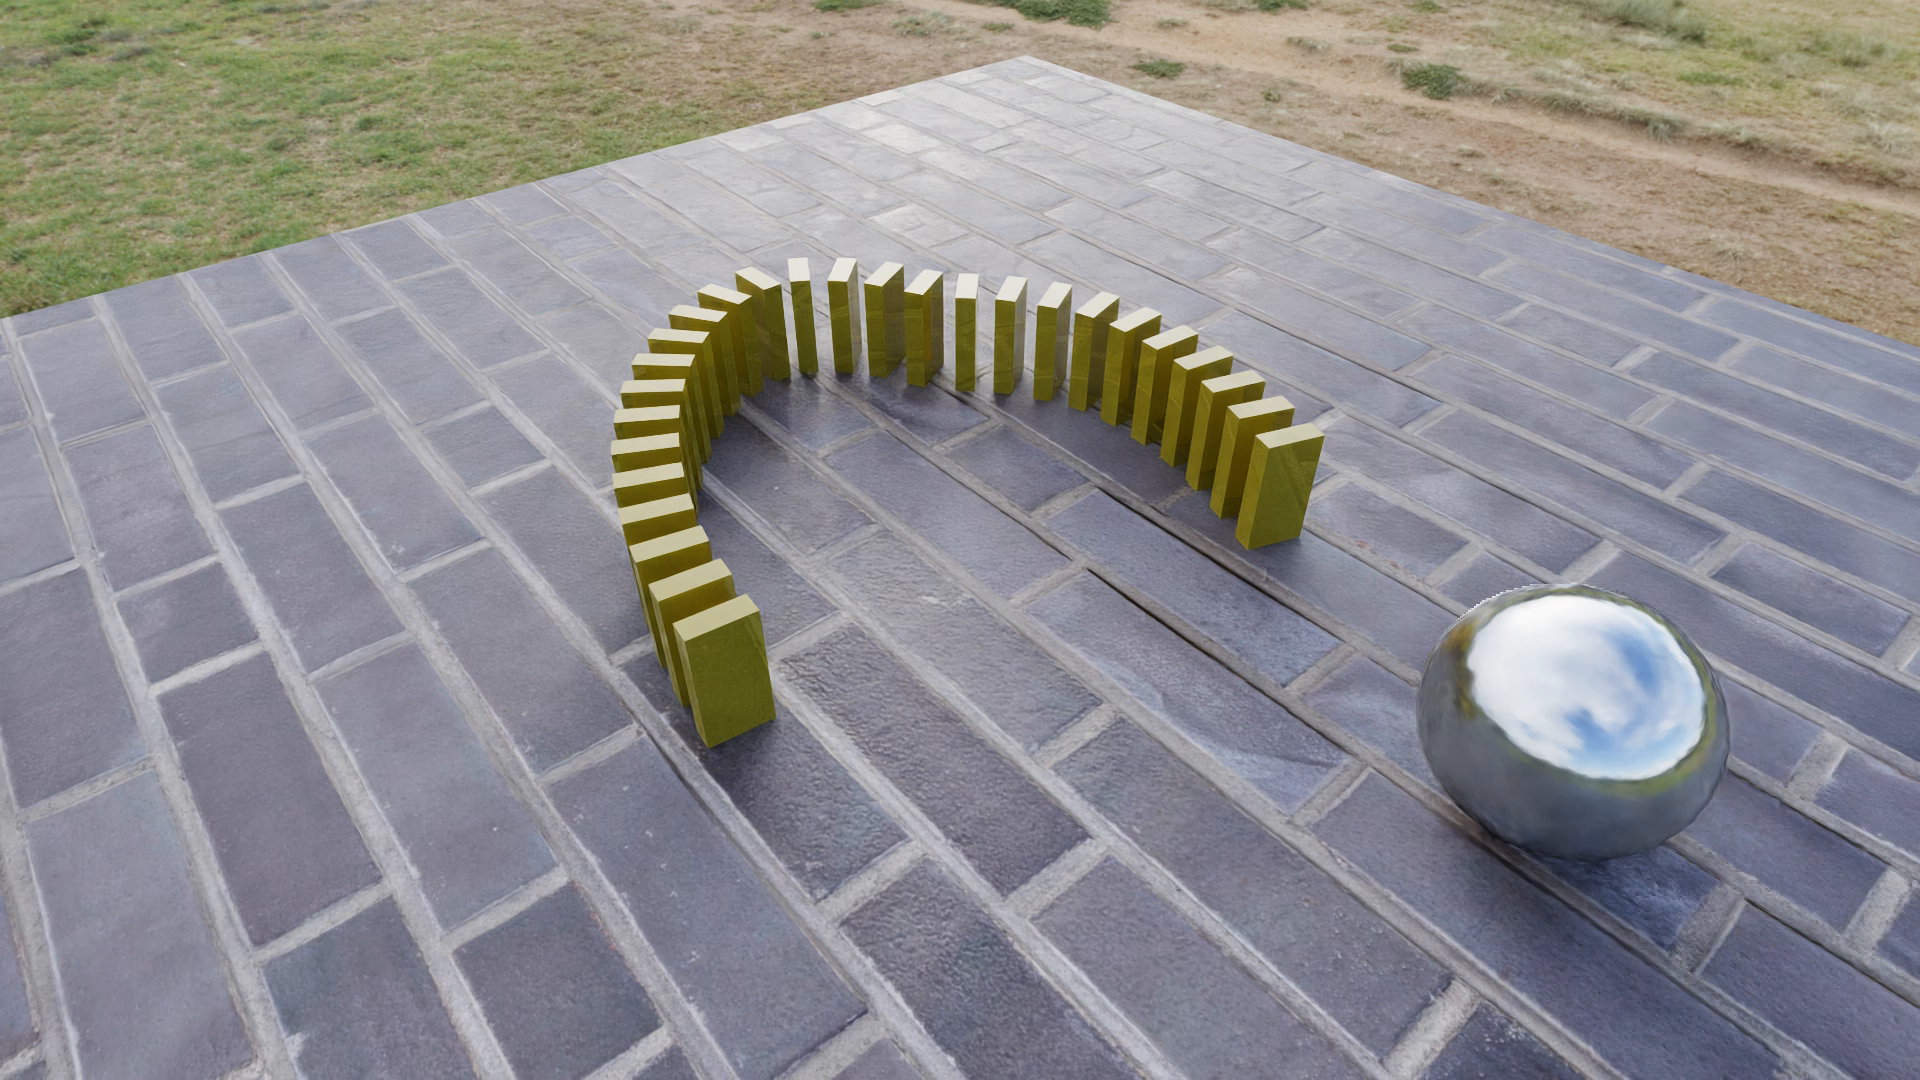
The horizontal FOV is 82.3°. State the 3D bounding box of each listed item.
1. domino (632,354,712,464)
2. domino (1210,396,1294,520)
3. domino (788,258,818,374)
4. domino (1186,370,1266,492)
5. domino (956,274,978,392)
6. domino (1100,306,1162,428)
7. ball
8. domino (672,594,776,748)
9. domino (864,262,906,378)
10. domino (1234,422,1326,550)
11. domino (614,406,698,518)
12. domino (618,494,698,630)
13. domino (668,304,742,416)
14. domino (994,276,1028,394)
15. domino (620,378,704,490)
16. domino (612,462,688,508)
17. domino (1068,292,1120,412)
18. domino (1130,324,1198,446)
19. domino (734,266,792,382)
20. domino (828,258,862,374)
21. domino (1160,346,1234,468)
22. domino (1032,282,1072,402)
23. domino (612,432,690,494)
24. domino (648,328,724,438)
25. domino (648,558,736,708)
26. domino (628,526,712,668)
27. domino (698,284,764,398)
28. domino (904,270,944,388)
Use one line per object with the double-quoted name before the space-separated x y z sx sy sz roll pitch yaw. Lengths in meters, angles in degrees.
"domino" -0.125 -0.057 0.481 0.025 0.050 0.010 2 39 2
"domino" 0.120 -0.033 0.452 0.025 0.050 0.009 -12 41 -15
"domino" -0.078 -0.112 0.548 0.010 0.050 0.025 -6 40 -7
"domino" 0.112 -0.046 0.468 0.025 0.050 0.009 -14 41 -17
"domino" 0.003 -0.101 0.534 0.009 0.050 0.025 3 39 3
"domino" 0.079 -0.080 0.509 0.025 0.050 0.009 -30 48 -32
"ball" 0.178 0.053 0.323 0.080 0.080 0.080 0 39 0
"domino" -0.076 0.043 0.359 0.025 0.050 0.009 -23 45 -25
"domino" -0.036 -0.109 0.544 0.010 0.050 0.025 14 41 17
"domino" 0.126 -0.021 0.437 0.025 0.050 0.010 -14 41 -16
"domino" -0.123 -0.030 0.448 0.025 0.050 0.010 -5 40 -6
"domino" -0.107 0.008 0.401 0.025 0.050 0.009 -14 41 -17
"domino" -0.119 -0.083 0.513 0.025 0.050 0.009 12 41 14
"domino" 0.024 -0.099 0.532 0.009 0.050 0.025 10 40 12
"domino" -0.125 -0.044 0.465 0.025 0.050 0.009 -2 39 -3
"domino" -0.114 -0.004 0.417 0.025 0.050 0.010 -11 41 -13
"domino" 0.063 -0.089 0.520 0.009 0.050 0.025 23 45 26
"domino" 0.092 -0.069 0.496 0.025 0.050 0.010 -24 45 -27
"domino" -0.097 -0.106 0.541 0.010 0.050 0.025 -30 48 -31
"domino" -0.057 -0.112 0.548 0.010 0.050 0.025 4 40 5
"domino" 0.103 -0.058 0.482 0.025 0.050 0.009 -20 43 -23
"domino" 0.044 -0.095 0.527 0.010 0.050 0.025 13 41 16
"domino" -0.119 -0.017 0.432 0.025 0.050 0.009 -8 40 -10
"domino" -0.123 -0.070 0.497 0.025 0.050 0.010 6 40 7
"domino" -0.087 0.032 0.372 0.025 0.050 0.009 -22 44 -24
"domino" -0.098 0.021 0.386 0.025 0.050 0.010 -18 43 -21
"domino" -0.110 -0.095 0.528 0.025 0.050 0.010 21 44 23
"domino" -0.017 -0.103 0.537 0.009 0.050 0.025 14 41 16
